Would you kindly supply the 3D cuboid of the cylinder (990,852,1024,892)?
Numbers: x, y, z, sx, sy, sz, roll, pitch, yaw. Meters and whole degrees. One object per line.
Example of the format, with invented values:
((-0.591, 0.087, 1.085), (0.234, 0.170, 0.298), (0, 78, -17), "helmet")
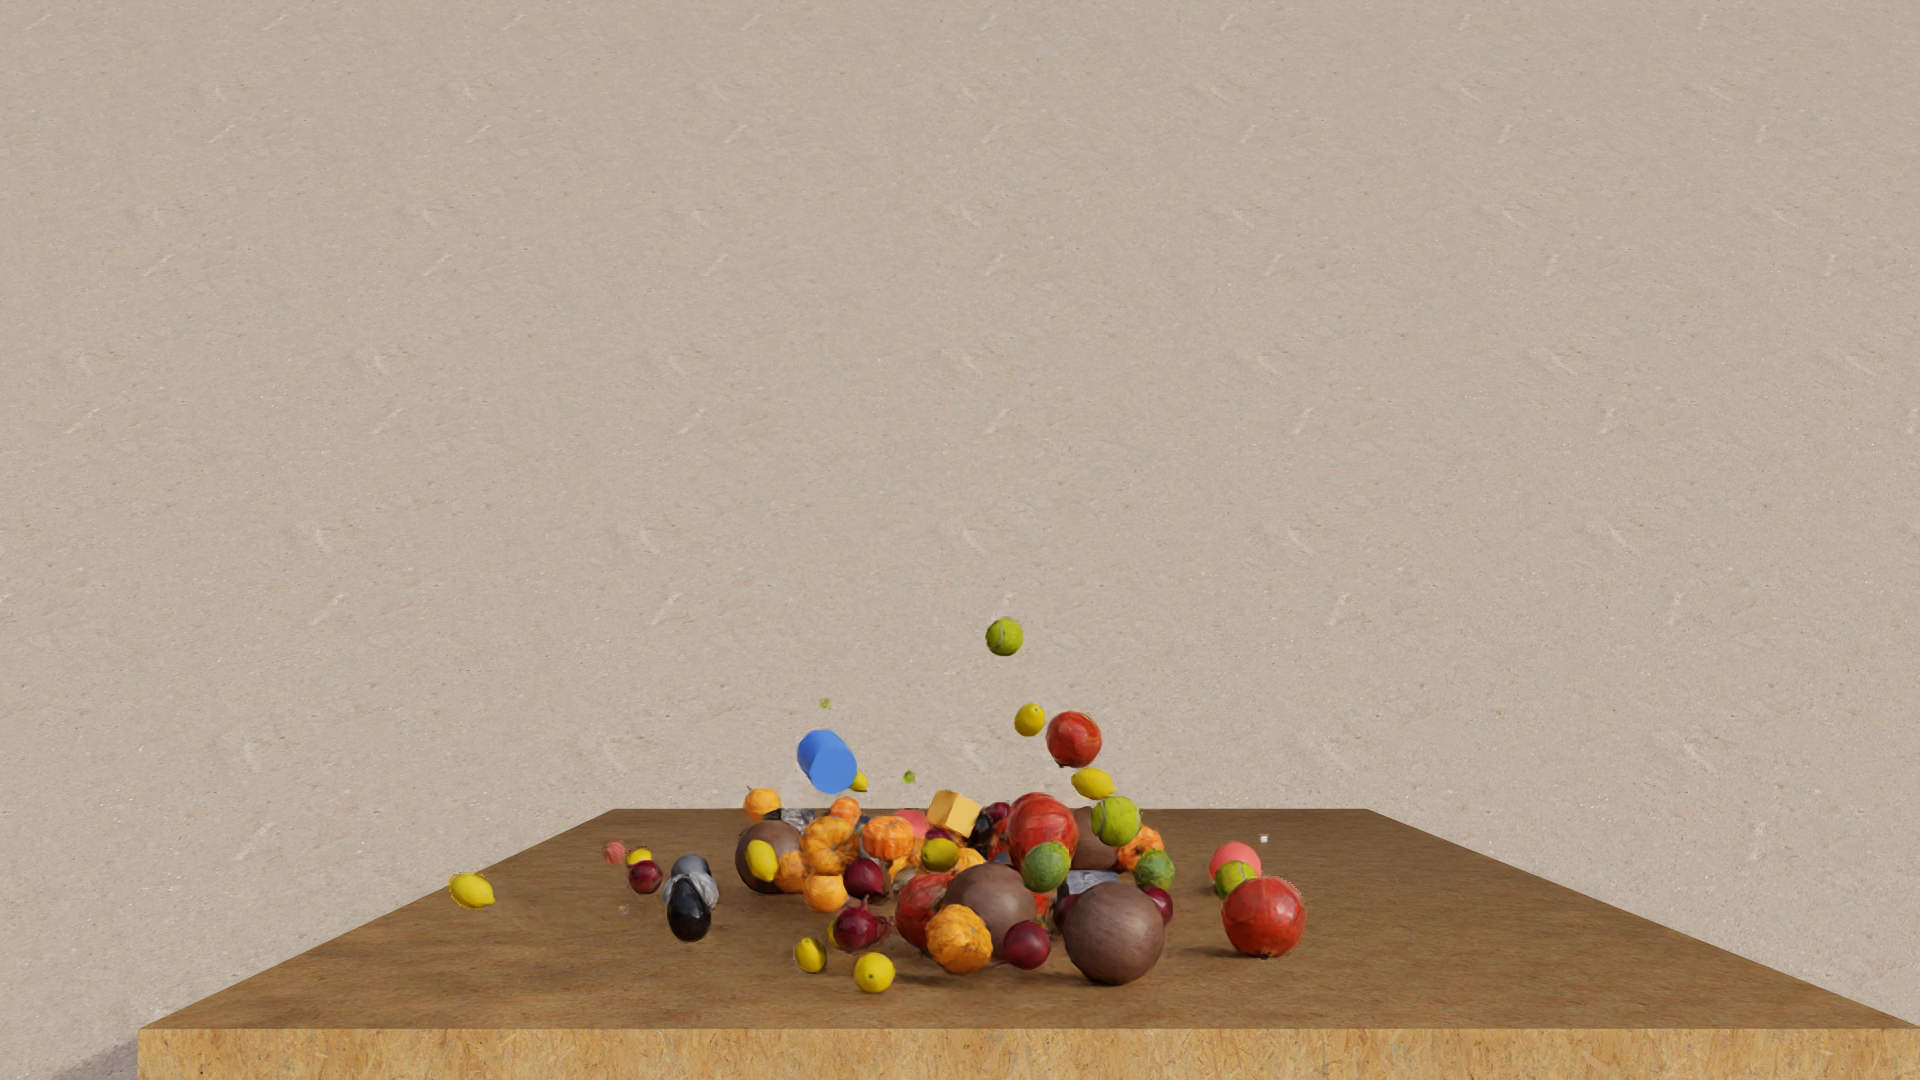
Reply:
((0.079, 0.568, 4.461), (0.055, 0.055, 0.055), (2, 66, -3), "cylinder")

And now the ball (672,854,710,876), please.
((-0.468, 0.581, 4.528), (0.068, 0.068, 0.068), (0, 37, 0), "ball")

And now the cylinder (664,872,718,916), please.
((-0.428, 0.563, 4.140), (0.067, 0.067, 0.067), (13, 0, 17), "cylinder")

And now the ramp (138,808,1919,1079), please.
((0.080, 0.680, 4.906), (2.000, 0.100, 4.000), (0, -2, 0), "ramp")

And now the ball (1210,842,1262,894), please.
((0.476, 0.568, 4.495), (0.090, 0.090, 0.090), (0, 37, 0), "ball")

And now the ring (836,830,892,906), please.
((-0.157, 0.534, 4.234), (0.045, 0.134, 0.134), (-27, 44, -21), "ring")

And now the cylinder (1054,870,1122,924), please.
((0.197, 0.548, 3.994), (0.081, 0.081, 0.081), (3, 35, -17), "cylinder")

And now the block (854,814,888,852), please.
((-0.181, 0.586, 5.107), (0.056, 0.056, 0.056), (20, 51, 11), "block")

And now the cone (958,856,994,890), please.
((0.019, 0.600, 4.576), (0.064, 0.064, 0.064), (30, 42, 34), "cone")

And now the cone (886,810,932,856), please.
((-0.098, 0.603, 5.241), (0.098, 0.098, 0.098), (-4, 7, -5), "cone")

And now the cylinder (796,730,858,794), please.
((-0.206, 0.343, 4.032), (0.077, 0.077, 0.077), (-11, 19, -15), "cylinder")

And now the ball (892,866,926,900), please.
((-0.086, 0.580, 4.388), (0.058, 0.058, 0.058), (0, 37, 0), "ball")

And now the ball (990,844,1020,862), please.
((0.086, 0.602, 4.919), (0.056, 0.056, 0.056), (0, 37, 0), "ball")

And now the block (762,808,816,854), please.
((-0.304, 0.520, 4.643), (0.069, 0.069, 0.069), (8, 70, -32), "block")

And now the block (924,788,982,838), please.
((-0.012, 0.459, 4.370), (0.058, 0.058, 0.058), (5, 68, 52), "block")

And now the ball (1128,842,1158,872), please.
((0.348, 0.602, 4.940), (0.060, 0.060, 0.060), (0, 37, 0), "ball")

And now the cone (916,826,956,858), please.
((-0.040, 0.574, 5.127), (0.078, 0.078, 0.078), (10, 16, -3), "cone")
